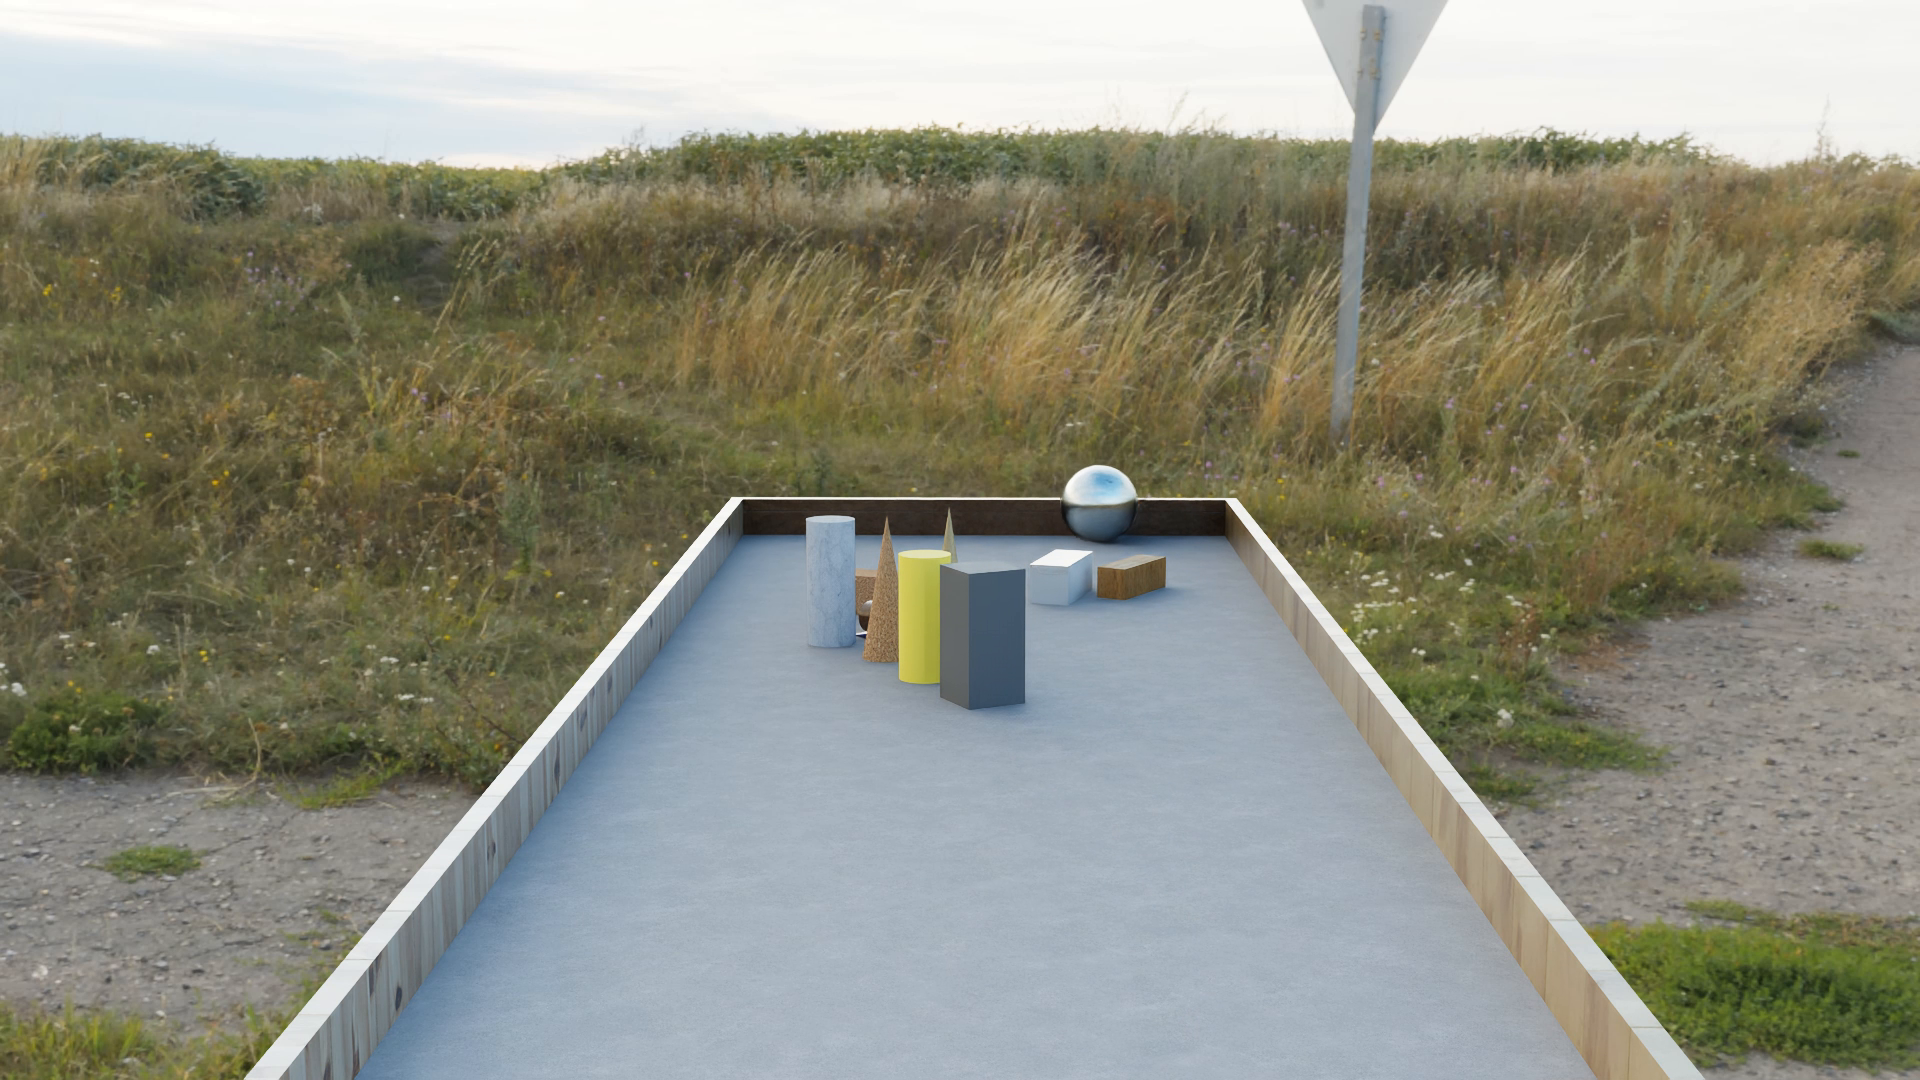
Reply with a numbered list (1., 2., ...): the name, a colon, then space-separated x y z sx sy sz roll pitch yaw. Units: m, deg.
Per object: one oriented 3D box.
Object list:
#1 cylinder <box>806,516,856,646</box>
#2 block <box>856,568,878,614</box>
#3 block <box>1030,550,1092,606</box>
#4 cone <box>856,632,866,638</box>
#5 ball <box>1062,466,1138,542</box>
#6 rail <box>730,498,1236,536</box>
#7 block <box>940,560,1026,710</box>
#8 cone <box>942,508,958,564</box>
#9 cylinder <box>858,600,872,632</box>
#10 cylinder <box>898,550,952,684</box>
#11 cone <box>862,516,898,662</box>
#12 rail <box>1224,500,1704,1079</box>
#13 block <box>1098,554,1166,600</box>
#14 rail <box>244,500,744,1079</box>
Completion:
1. cylinder: -0.407 0.129 6.939 0.154 0.394 0.154 0 9 0
2. block: -0.195 0.185 7.417 0.437 0.133 0.133 3 10 21
3. block: 0.359 0.130 7.753 0.136 0.136 0.335 3 9 18
4. cone: -0.206 0.300 6.904 0.132 0.132 0.455 -7 3 -38
5. ball: 0.569 -0.148 8.950 0.312 0.312 0.312 0 9 0
6. rail: 0.099 -0.098 9.147 2.100 0.150 0.050 0 9 1
7. block: 0.062 0.262 6.142 0.177 0.380 0.177 -5 10 -27
8. cone: -0.034 0.101 7.029 0.129 0.421 0.129 0 9 0
9. cylinder: -0.142 0.267 7.005 0.401 0.101 0.101 8 12 40
10. cylinder: -0.103 0.223 6.426 0.153 0.368 0.153 0 9 0
11. cone: -0.222 0.143 6.705 0.153 0.440 0.153 0 9 0
12. rail: 1.046 0.843 3.208 0.050 0.150 12.000 0 9 1
13. block: 0.613 0.131 7.835 0.109 0.109 0.318 6 11 31
14. rail: -1.004 0.839 3.234 0.050 0.150 12.000 0 9 1
